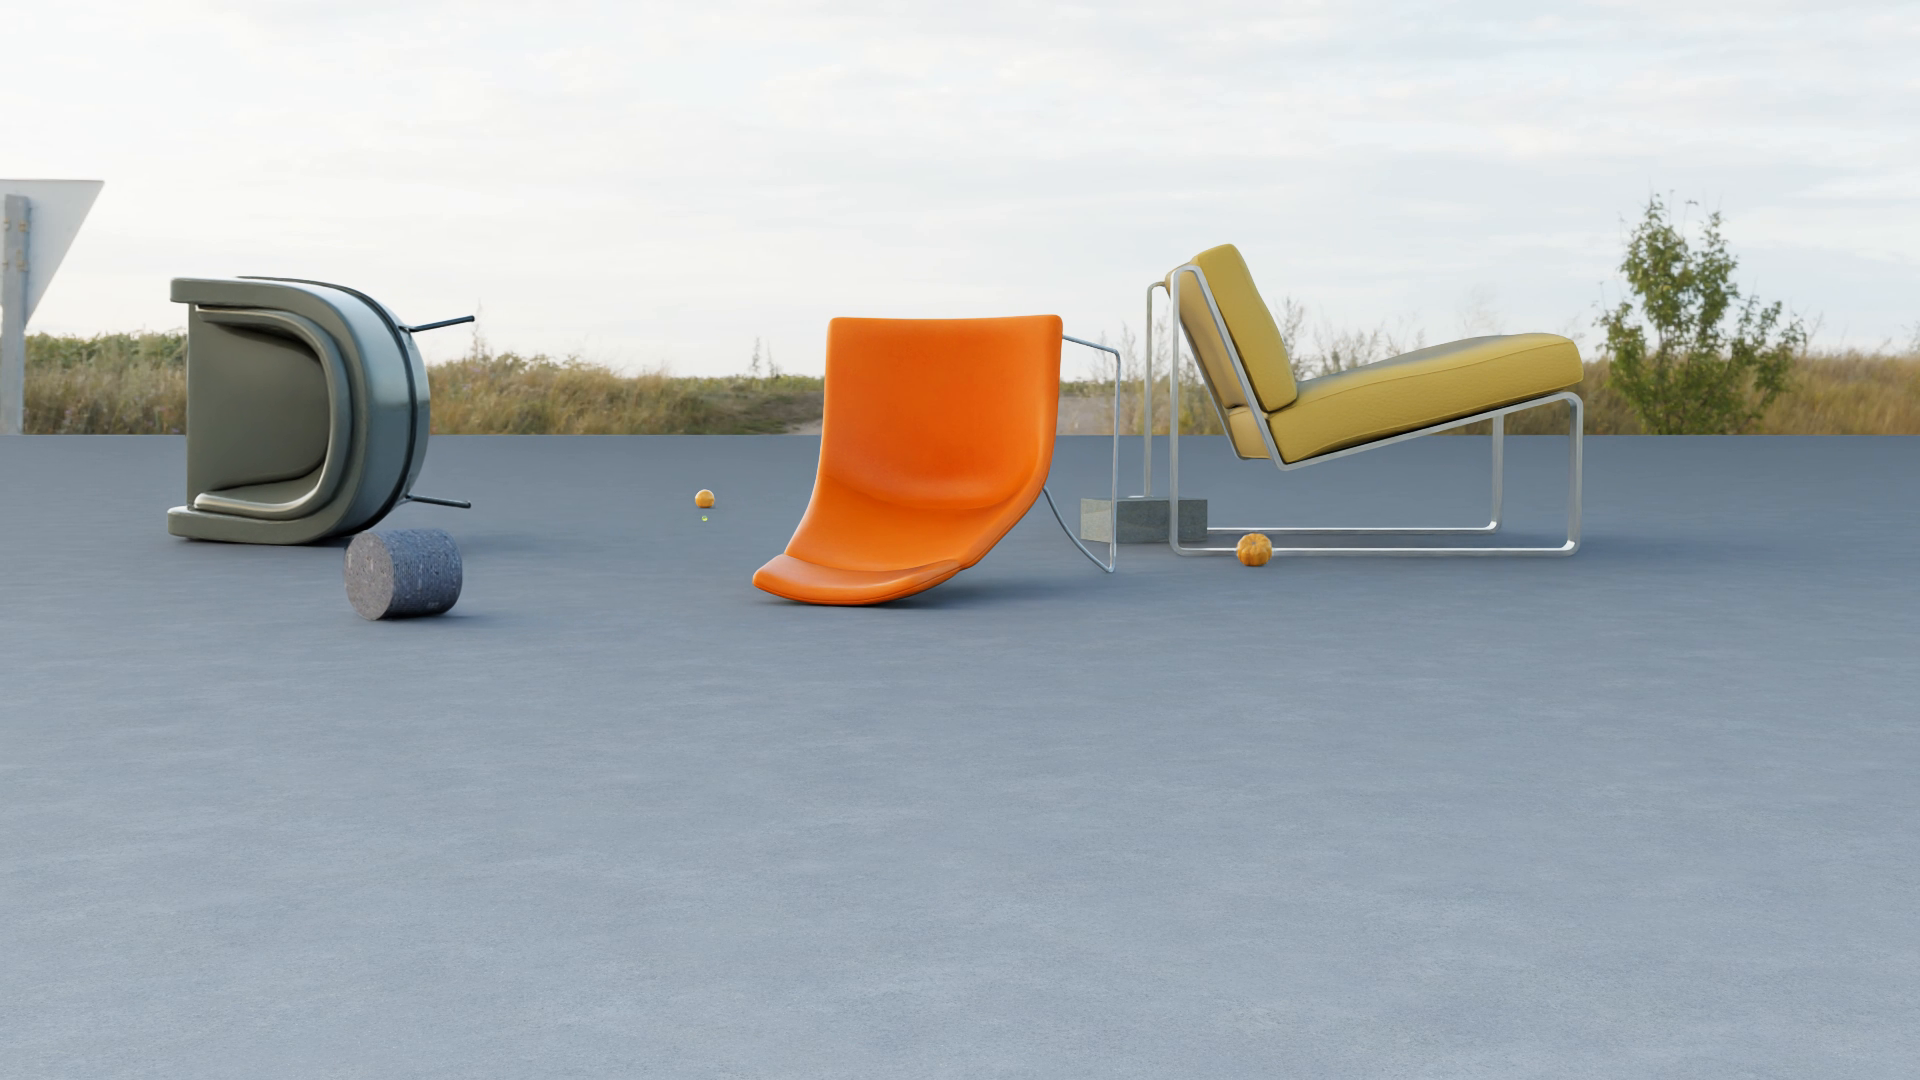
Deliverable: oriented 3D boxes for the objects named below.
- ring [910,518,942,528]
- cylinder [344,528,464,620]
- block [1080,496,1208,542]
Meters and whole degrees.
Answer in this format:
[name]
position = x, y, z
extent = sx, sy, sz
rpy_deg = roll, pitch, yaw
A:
[ring]
position = -0.108, -0.054, 7.087
extent = 0.107, 0.034, 0.057
rpy_deg = 0, 2, -14
[cylinder]
position = -1.097, 0.066, 4.335
extent = 0.162, 0.171, 0.164
rpy_deg = 2, 5, 40
[block]
position = 0.549, -0.062, 6.571
extent = 0.315, 0.121, 0.212
rpy_deg = -2, 4, -21
